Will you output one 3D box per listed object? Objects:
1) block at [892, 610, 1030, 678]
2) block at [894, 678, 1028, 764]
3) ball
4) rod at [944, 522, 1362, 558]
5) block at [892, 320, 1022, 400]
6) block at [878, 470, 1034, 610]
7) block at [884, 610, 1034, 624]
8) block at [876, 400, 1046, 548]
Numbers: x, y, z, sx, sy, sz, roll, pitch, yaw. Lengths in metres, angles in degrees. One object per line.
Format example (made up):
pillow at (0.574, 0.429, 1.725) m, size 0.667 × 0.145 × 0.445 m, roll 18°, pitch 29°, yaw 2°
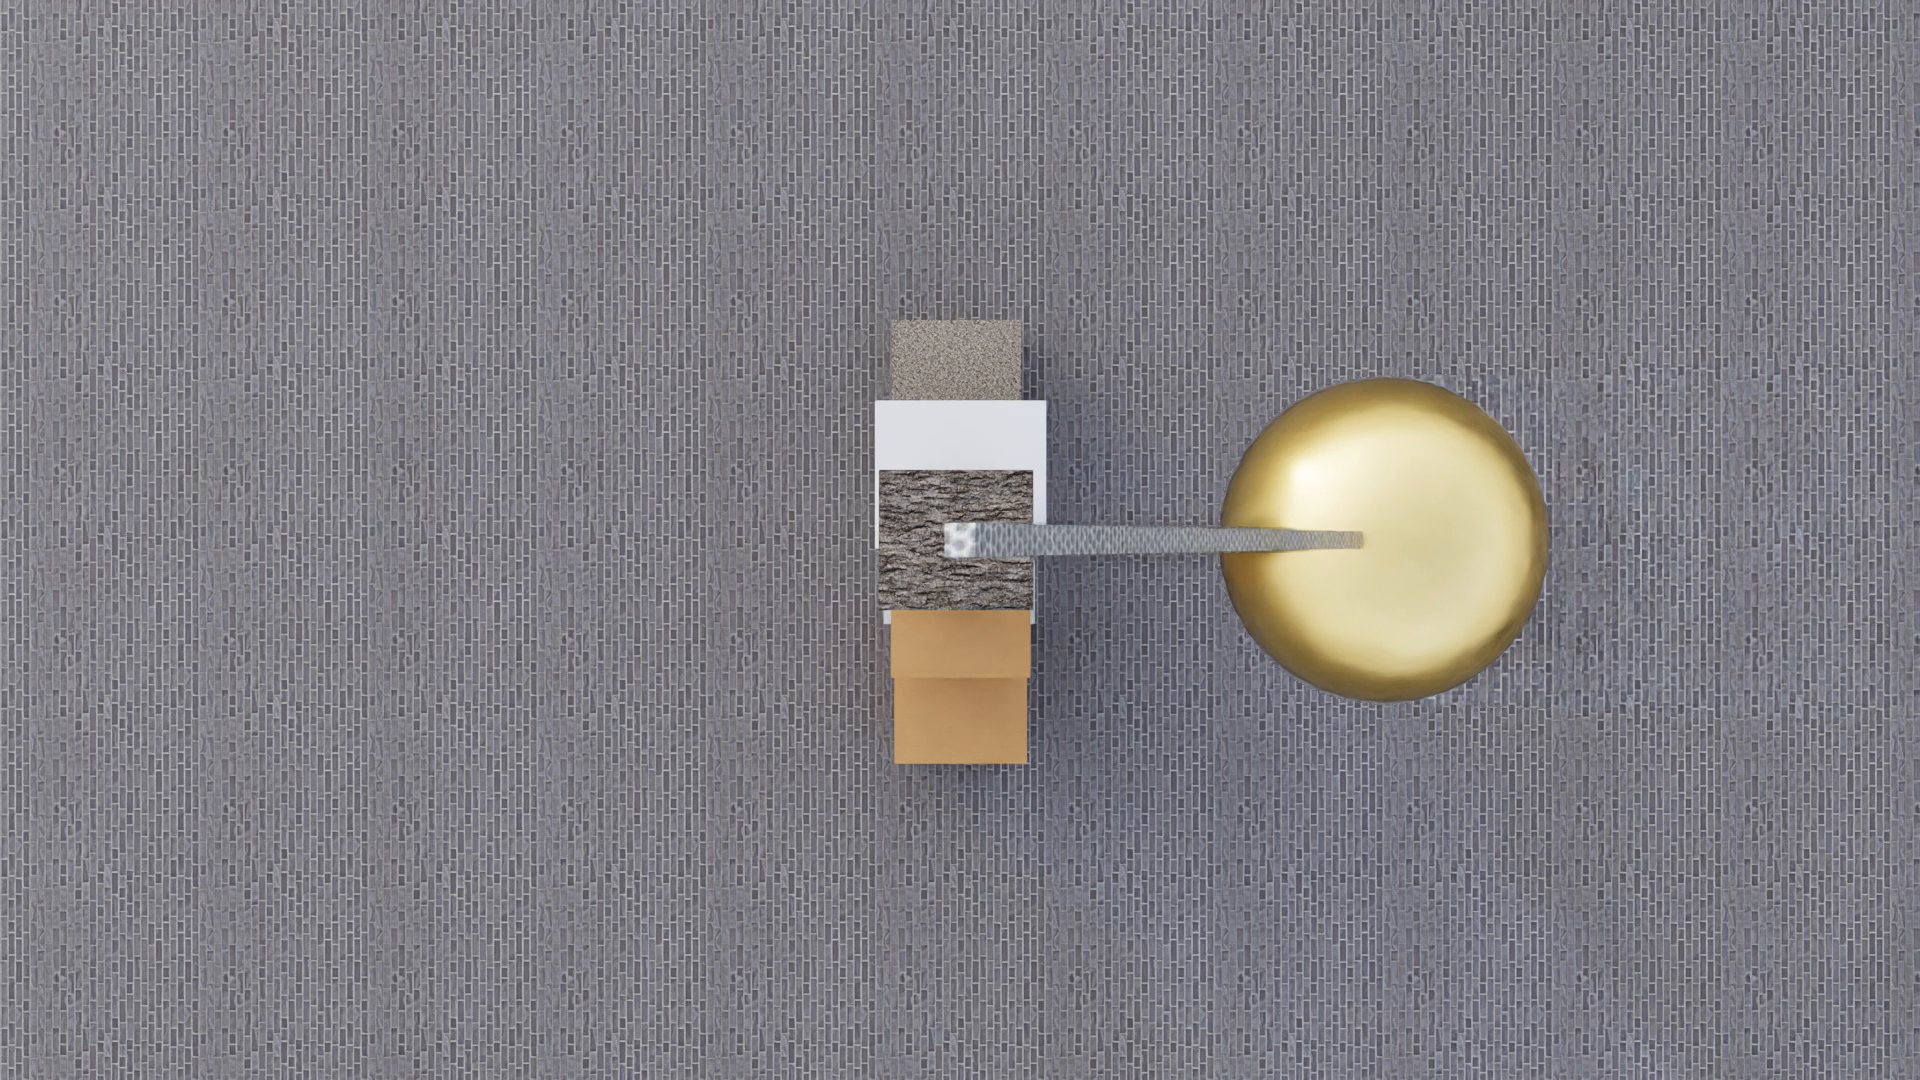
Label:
block at (0.004, 0.383, 11.710) m, size 0.720 × 0.715 × 0.659 m, roll 0°, pitch 90°, yaw 0°
block at (0.004, 0.854, 12.581) m, size 0.733 × 0.838 × 0.766 m, roll 0°, pitch 90°, yaw 0°
ball at (2.074, 0.000, 10.808) m, size 1.600 × 1.600 × 1.600 m, roll 0°, pitch 90°, yaw 0°
rod at (0.899, 0.000, 7.618) m, size 0.080 × 5.200 × 0.080 m, roll 0°, pitch 90°, yaw 20°
block at (-0.019, -0.836, 12.679) m, size 0.726 × 0.642 × 0.800 m, roll 0°, pitch 90°, yaw 0°
block at (-0.018, 0.000, 10.330) m, size 0.701 × 0.733 × 0.638 m, roll 0°, pitch 90°, yaw 0°
block at (-0.004, 0.017, 12.534) m, size 0.830 × 0.932 × 0.887 m, roll 0°, pitch 90°, yaw 0°
block at (0.003, -0.334, 11.651) m, size 0.874 × 0.834 × 0.755 m, roll 0°, pitch 90°, yaw 0°
